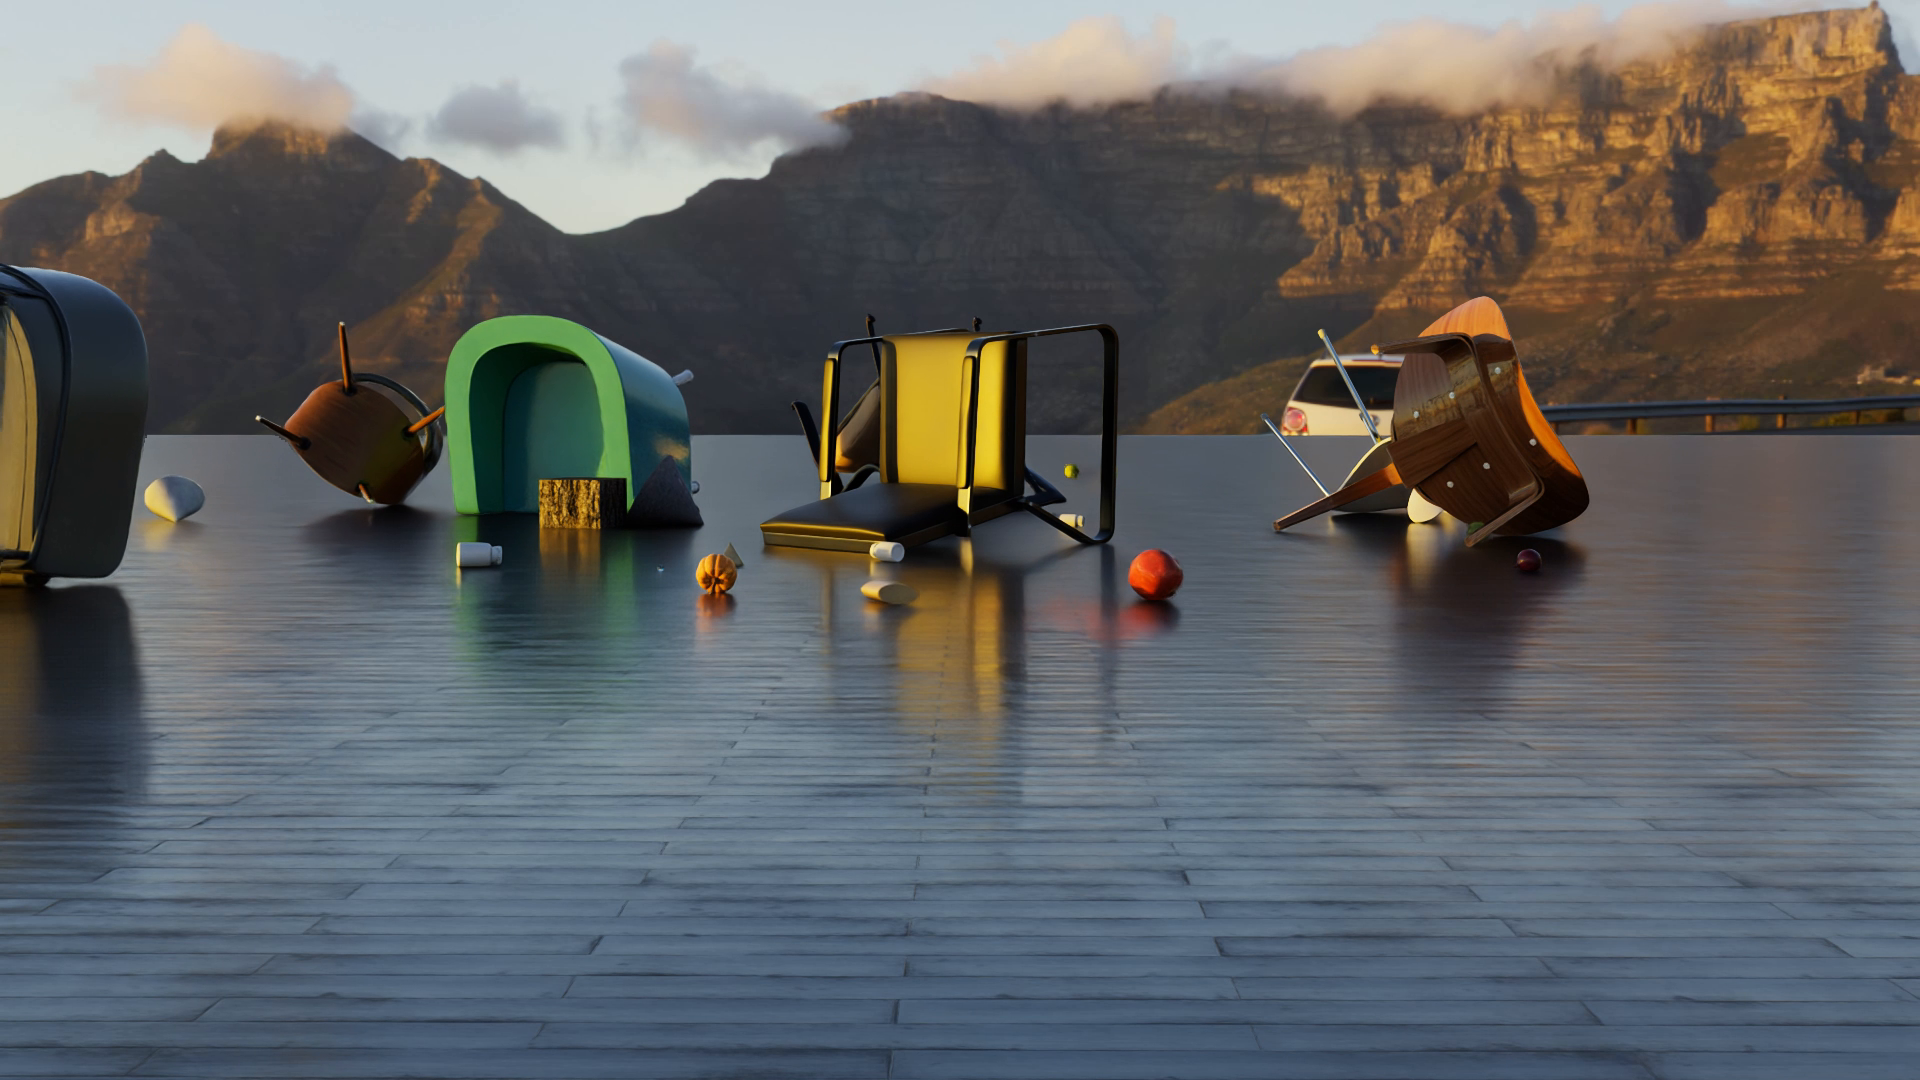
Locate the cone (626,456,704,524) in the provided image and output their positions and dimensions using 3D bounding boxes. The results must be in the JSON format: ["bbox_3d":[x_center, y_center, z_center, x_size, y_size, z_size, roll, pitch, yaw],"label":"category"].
[{"bbox_3d":[-0.938,-0.108,7.276,0.219,0.273,0.314,32,0,0],"label":"cone"}]

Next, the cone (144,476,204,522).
[{"bbox_3d":[-2.666,-0.102,7.468,0.193,0.208,0.117,-12,49,-11],"label":"cone"}]

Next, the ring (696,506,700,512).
[{"bbox_3d":[-0.975,-0.103,7.765,0.113,0.039,0.049,-1,1,7],"label":"ring"}]

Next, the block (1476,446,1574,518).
[{"bbox_3d":[1.995,-0.208,7.765,0.255,0.146,0.162,28,-2,-11],"label":"block"}]

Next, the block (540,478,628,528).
[{"bbox_3d":[-1.235,-0.124,7.214,0.216,0.155,0.204,1,4,16],"label":"block"}]

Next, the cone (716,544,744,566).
[{"bbox_3d":[-0.586,0.034,5.610,0.074,0.060,0.042,1,4,13],"label":"cone"}]

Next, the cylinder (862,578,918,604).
[{"bbox_3d":[-0.148,0.110,4.627,0.091,0.042,0.098,7,9,-27],"label":"cylinder"}]
